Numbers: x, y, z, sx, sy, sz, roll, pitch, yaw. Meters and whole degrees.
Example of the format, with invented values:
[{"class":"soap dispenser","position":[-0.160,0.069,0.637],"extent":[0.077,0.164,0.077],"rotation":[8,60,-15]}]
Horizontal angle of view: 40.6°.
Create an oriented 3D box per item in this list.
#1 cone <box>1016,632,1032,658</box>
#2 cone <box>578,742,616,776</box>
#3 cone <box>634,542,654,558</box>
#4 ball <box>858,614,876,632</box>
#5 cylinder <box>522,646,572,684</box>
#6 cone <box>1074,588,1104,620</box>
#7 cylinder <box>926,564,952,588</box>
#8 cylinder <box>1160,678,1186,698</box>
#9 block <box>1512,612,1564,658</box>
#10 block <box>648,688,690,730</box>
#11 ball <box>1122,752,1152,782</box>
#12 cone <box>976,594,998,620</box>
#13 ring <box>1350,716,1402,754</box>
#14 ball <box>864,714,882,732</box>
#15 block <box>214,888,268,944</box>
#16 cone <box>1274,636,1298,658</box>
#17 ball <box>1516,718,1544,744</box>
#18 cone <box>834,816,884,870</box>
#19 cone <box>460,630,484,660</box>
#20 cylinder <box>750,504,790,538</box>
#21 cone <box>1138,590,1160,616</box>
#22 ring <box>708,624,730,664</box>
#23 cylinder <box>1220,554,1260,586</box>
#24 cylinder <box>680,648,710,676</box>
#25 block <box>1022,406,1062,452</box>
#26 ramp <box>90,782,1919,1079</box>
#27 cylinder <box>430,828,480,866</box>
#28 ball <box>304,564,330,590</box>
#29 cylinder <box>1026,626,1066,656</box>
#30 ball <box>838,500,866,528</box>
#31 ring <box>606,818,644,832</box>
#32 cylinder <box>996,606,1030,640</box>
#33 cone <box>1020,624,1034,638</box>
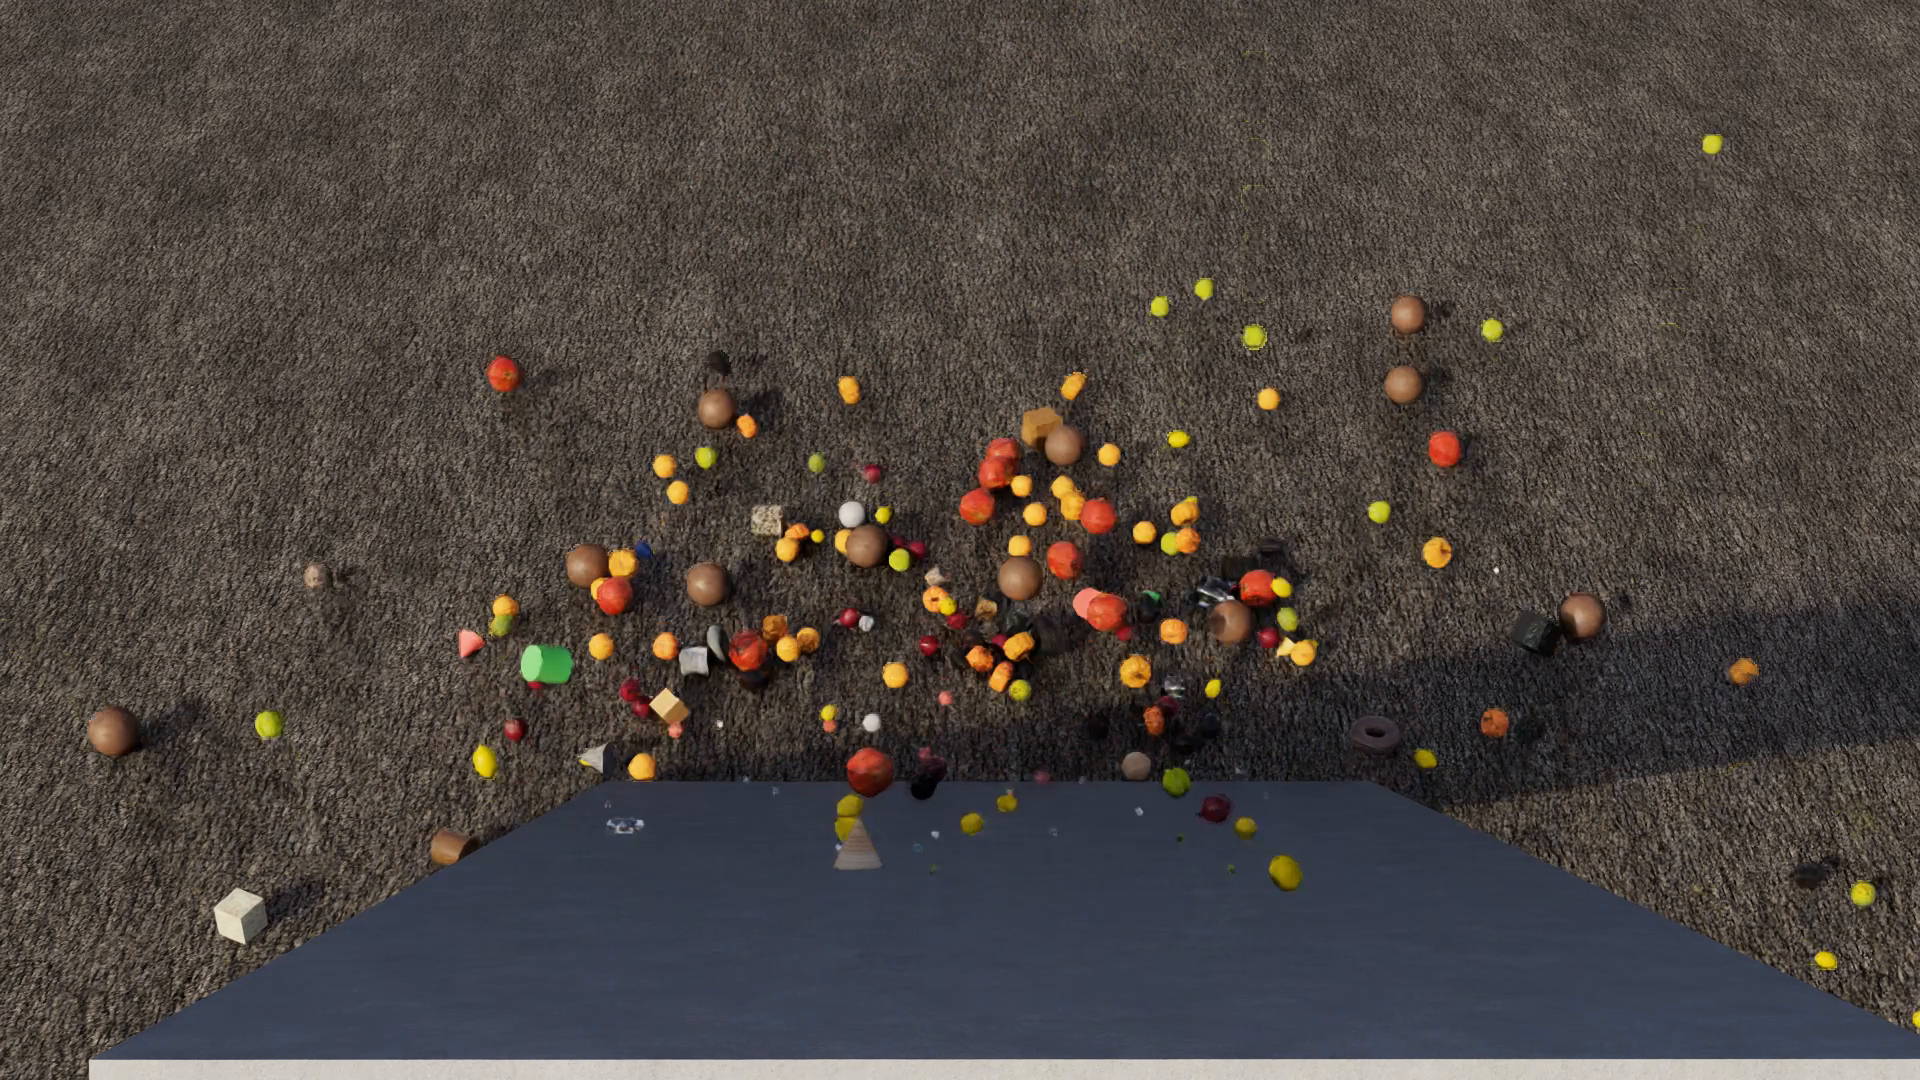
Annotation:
[{"class":"cone","position":[0.190,0.287,7.373],"extent":[0.067,0.067,0.067],"rotation":[0,33,0]},{"class":"cone","position":[-0.977,0.579,6.902],"extent":[0.092,0.092,0.092],"rotation":[4,33,15]},{"class":"cone","position":[-0.945,0.039,7.792],"extent":[0.054,0.054,0.054],"rotation":[29,36,-3]},{"class":"ball","position":[-0.266,0.240,7.460],"extent":[0.050,0.050,0.050],"rotation":[0,33,0]},{"class":"cylinder","position":[-1.058,0.319,6.641],"extent":[0.093,0.093,0.093],"rotation":[10,20,-43]},{"class":"cone","position":[0.375,0.180,7.561],"extent":[0.091,0.091,0.091],"rotation":[0,6,0]},{"class":"cylinder","position":[-0.063,0.107,7.629],"extent":[0.056,0.056,0.056],"rotation":[-29,20,30]},{"class":"cylinder","position":[0.588,0.408,7.166],"extent":[0.054,0.054,0.054],"rotation":[0,31,24]},{"class":"block","position":[1.620,0.267,7.281],"extent":[0.087,0.087,0.087],"rotation":[20,81,45]},{"class":"block","position":[-0.793,0.460,7.081],"extent":[0.068,0.068,0.068],"rotation":[-46,50,-9]},{"class":"ball","position":[0.460,0.590,6.757],"extent":[0.078,0.078,0.078],"rotation":[0,33,0]},{"class":"cone","position":[0.065,0.182,7.519],"extent":[0.070,0.070,0.070],"rotation":[-13,50,-19]},{"class":"ring","position":[1.124,0.528,7.021],"extent":[0.141,0.047,0.141],"rotation":[-1,34,0]},{"class":"ball","position":[-0.238,0.498,7.064],"extent":[0.051,0.051,0.051],"rotation":[0,33,0]},{"class":"block","position":[-1.767,0.925,6.377],"extent":[0.084,0.084,0.084],"rotation":[16,36,23]},{"class":"cone","position":[0.917,0.315,7.366],"extent":[0.063,0.063,0.063],"rotation":[-39,43,-8]},{"class":"ball","position":[1.542,0.516,7.017],"extent":[0.070,0.070,0.070],"rotation":[0,33,0]},{"class":"cone","position":[-0.182,0.542,4.677],"extent":[0.094,0.094,0.094],"rotation":[0,-1,0]},{"class":"cone","position":[-1.399,0.310,7.352],"extent":[0.077,0.077,0.077],"rotation":[12,53,18]},{"class":"cylinder","position":[-0.575,-0.060,7.878],"extent":[0.094,0.094,0.094],"rotation":[8,34,12]},{"class":"cone","position":[0.548,0.193,7.551],"extent":[0.066,0.066,0.066],"rotation":[7,60,10]},{"class":"ring","position":[-0.680,0.295,7.318],"extent":[0.038,0.115,0.115],"rotation":[-15,31,12]},{"class":"cylinder","position":[0.824,0.089,7.645],"extent":[0.091,0.091,0.091],"rotation":[0,33,-11]},{"class":"cylinder","position":[-0.742,0.340,7.271],"extent":[0.077,0.077,0.077],"rotation":[-3,33,1]},{"class":"block","position":[0.264,-0.357,8.336],"extent":[0.096,0.096,0.096],"rotation":[-17,37,-24]},{"class":"ramp","position":[0.073,0.641,4.756],"extent":[2.000,0.100,4.000],"rotation":[0,-1,0]},{"class":"cylinder","position":[-1.282,0.788,6.583],"extent":[0.088,0.088,0.088],"rotation":[16,36,23]},{"class":"ball","position":[-1.894,0.107,7.640],"extent":[0.077,0.077,0.077],"rotation":[0,33,0]},{"class":"cylinder","position":[0.242,0.287,7.340],"extent":[0.080,0.080,0.080],"rotation":[0,29,-33]},{"class":"ball","position":[-0.327,-0.078,7.916],"extent":[0.085,0.085,0.085],"rotation":[0,33,0]},{"class":"ring","position":[-0.692,0.590,5.361],"extent":[0.078,0.026,0.078],"rotation":[0,0,0]},{"class":"cylinder","position":[0.151,0.237,7.417],"extent":[0.073,0.073,0.073],"rotation":[-52,47,0]},{"class":"cone","position":[0.186,0.269,7.436],"extent":[0.050,0.050,0.050],"rotation":[-16,29,18]}]
